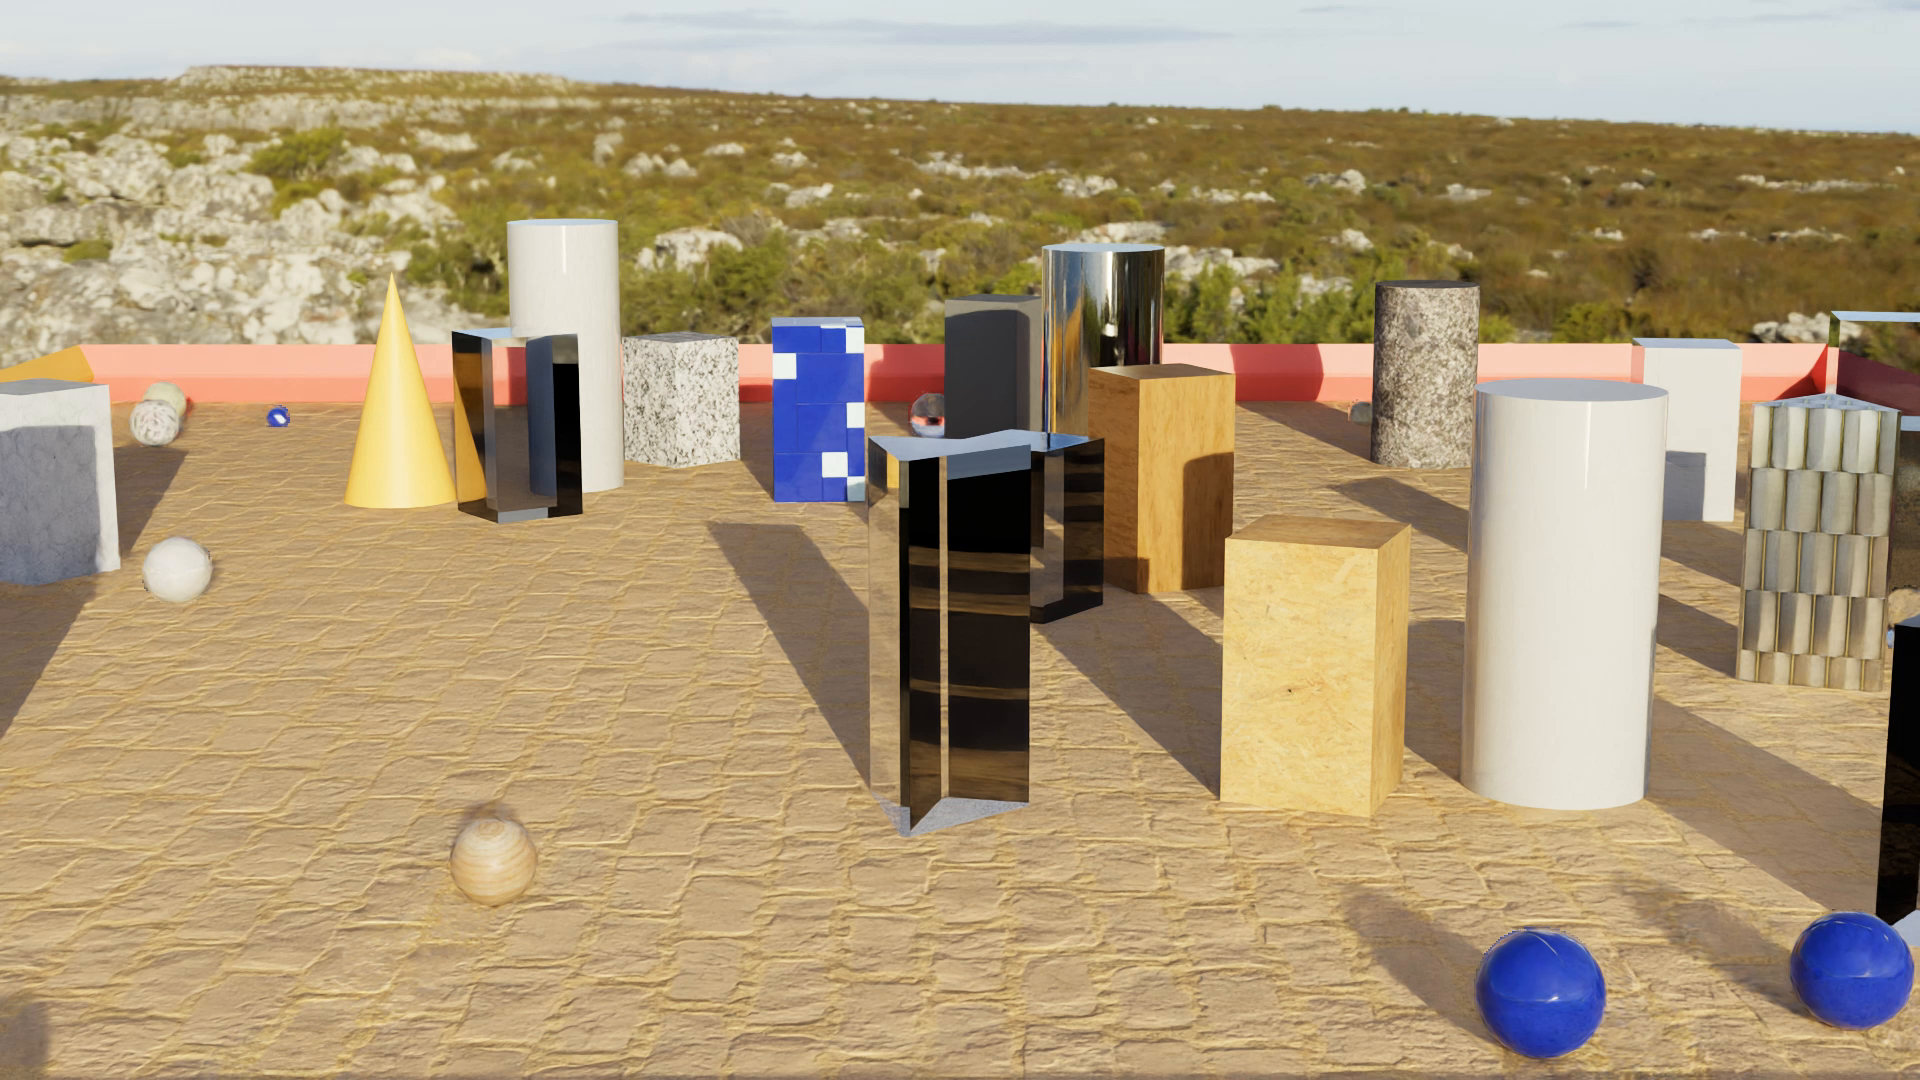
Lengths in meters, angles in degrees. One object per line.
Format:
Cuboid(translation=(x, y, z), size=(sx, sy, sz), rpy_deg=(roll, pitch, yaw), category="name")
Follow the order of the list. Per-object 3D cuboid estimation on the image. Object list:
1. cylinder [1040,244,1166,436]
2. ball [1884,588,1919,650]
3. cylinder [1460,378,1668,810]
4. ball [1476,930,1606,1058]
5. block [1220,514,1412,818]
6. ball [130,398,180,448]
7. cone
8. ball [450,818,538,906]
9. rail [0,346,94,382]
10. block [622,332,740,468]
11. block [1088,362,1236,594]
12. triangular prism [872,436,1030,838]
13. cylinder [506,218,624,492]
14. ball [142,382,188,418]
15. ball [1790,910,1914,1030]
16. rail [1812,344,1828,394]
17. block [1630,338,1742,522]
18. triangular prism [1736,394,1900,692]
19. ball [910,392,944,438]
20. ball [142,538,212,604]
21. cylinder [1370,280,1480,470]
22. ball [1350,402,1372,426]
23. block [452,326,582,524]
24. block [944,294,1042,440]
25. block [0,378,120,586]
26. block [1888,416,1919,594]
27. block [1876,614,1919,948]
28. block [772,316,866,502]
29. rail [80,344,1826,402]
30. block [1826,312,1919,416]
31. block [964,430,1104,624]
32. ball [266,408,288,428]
Cuboid(translation=(0.220, -0.230, 3.975), size=(0.189, 0.446, 0.189), rpy_deg=(0, 11, 0), category="cylinder")
Cuboid(translation=(1.183, 0.100, 3.200), size=(0.081, 0.081, 0.081), rpy_deg=(0, 11, 0), category="ball")
Cuboid(translation=(0.607, 0.050, 2.586), size=(0.189, 0.405, 0.189), rpy_deg=(0, 11, 0), category="cylinder")
Cuboid(translation=(0.430, 0.336, 1.899), size=(0.094, 0.094, 0.094), rpy_deg=(0, 11, 0), category="ball")
Cuboid(translation=(0.358, 0.122, 2.578), size=(0.151, 0.266, 0.151), rpy_deg=(4, 11, 21), category="block")
Cuboid(translation=(-1.539, -0.224, 4.904), size=(0.093, 0.093, 0.093), rpy_deg=(0, 11, 0), category="ball")
Cuboid(translation=(-0.945, -0.258, 4.299), size=(0.189, 0.383, 0.189), rpy_deg=(0, 11, 0), category="cone")
Cuboid(translation=(-0.407, 0.281, 2.243), size=(0.076, 0.076, 0.076), rpy_deg=(0, 11, 0), category="ball")
Cuboid(translation=(-1.870, 0.034, 3.439), size=(0.045, 0.123, 4.304), rpy_deg=(0, 11, 0), category="rail")
Cuboid(translation=(-0.515, -0.261, 4.740), size=(0.151, 0.228, 0.151), rpy_deg=(10, 15, 43), category="block")
Cuboid(translation=(0.283, -0.090, 3.625), size=(0.151, 0.299, 0.151), rpy_deg=(-5, 12, -24), category="block")
Cuboid(translation=(-0.040, 0.085, 2.514), size=(0.164, 0.362, 0.142), rpy_deg=(-10, 14, -42), category="triangular prism")
Cuboid(translation=(-0.681, -0.321, 4.438), size=(0.189, 0.455, 0.189), rpy_deg=(0, 11, 0), category="cylinder")
Cuboid(translation=(-1.615, -0.278, 5.209), size=(0.088, 0.088, 0.088), rpy_deg=(0, 11, 0), category="ball")
Cuboid(translation=(0.679, 0.328, 1.955), size=(0.090, 0.090, 0.090), rpy_deg=(0, 11, 0), category="ball")
Cuboid(translation=(1.870, 0.030, 3.460), size=(0.045, 0.123, 4.304), rpy_deg=(0, 11, 0), category="rail")
Cuboid(translation=(1.176, -0.182, 4.177), size=(0.151, 0.277, 0.151), rpy_deg=(1, 11, 7), category="block")
Cuboid(translation=(1.027, -0.002, 3.067), size=(0.164, 0.331, 0.142), rpy_deg=(4, 11, 20), category="triangular prism")
Cuboid(translation=(-0.052, -0.242, 5.005), size=(0.091, 0.091, 0.091), rpy_deg=(0, 11, 0), category="ball")
Cuboid(translation=(-1.065, 0.041, 3.492), size=(0.090, 0.090, 0.090), rpy_deg=(0, 11, 0), category="ball")
Cuboid(translation=(0.854, -0.306, 4.711), size=(0.189, 0.327, 0.189), rpy_deg=(0, 11, 0), category="cylinder")
Cuboid(translation=(0.815, -0.256, 5.196), size=(0.049, 0.049, 0.049), rpy_deg=(0, 11, 0), category="ball")
Cuboid(translation=(-0.720, -0.191, 4.175), size=(0.151, 0.296, 0.151), rpy_deg=(-7, 13, -35), category="block")
Cuboid(translation=(0.073, -0.321, 4.907), size=(0.151, 0.283, 0.151), rpy_deg=(5, 12, 26), category="block")
Cuboid(translation=(-1.327, -0.087, 3.688), size=(0.151, 0.270, 0.151), rpy_deg=(7, 13, 32), category="block")
Cuboid(translation=(1.225, -0.035, 3.458), size=(0.151, 0.252, 0.151), rpy_deg=(4, 11, 19), category="block")
Cuboid(translation=(0.877, 0.201, 2.146), size=(0.151, 0.270, 0.151), rpy_deg=(9, 14, 40), category="block")
Cuboid(translation=(-0.241, -0.222, 4.345), size=(0.151, 0.296, 0.151), rpy_deg=(-1, 11, -5), category="block")
Cuboid(translation=(-0.012, -0.359, 5.542), size=(3.787, 0.123, 0.045), rpy_deg=(0, 11, 0), category="rail")
Cuboid(translation=(1.428, -0.177, 3.984), size=(0.151, 0.339, 0.151), rpy_deg=(2, 11, 13), category="block")
Cuboid(translation=(0.090, -0.021, 3.447), size=(0.151, 0.229, 0.151), rpy_deg=(7, 13, 34), category="block")
Cuboid(translation=(-1.373, -0.245, 5.162), size=(0.041, 0.041, 0.041), rpy_deg=(0, 11, 0), category="ball")
